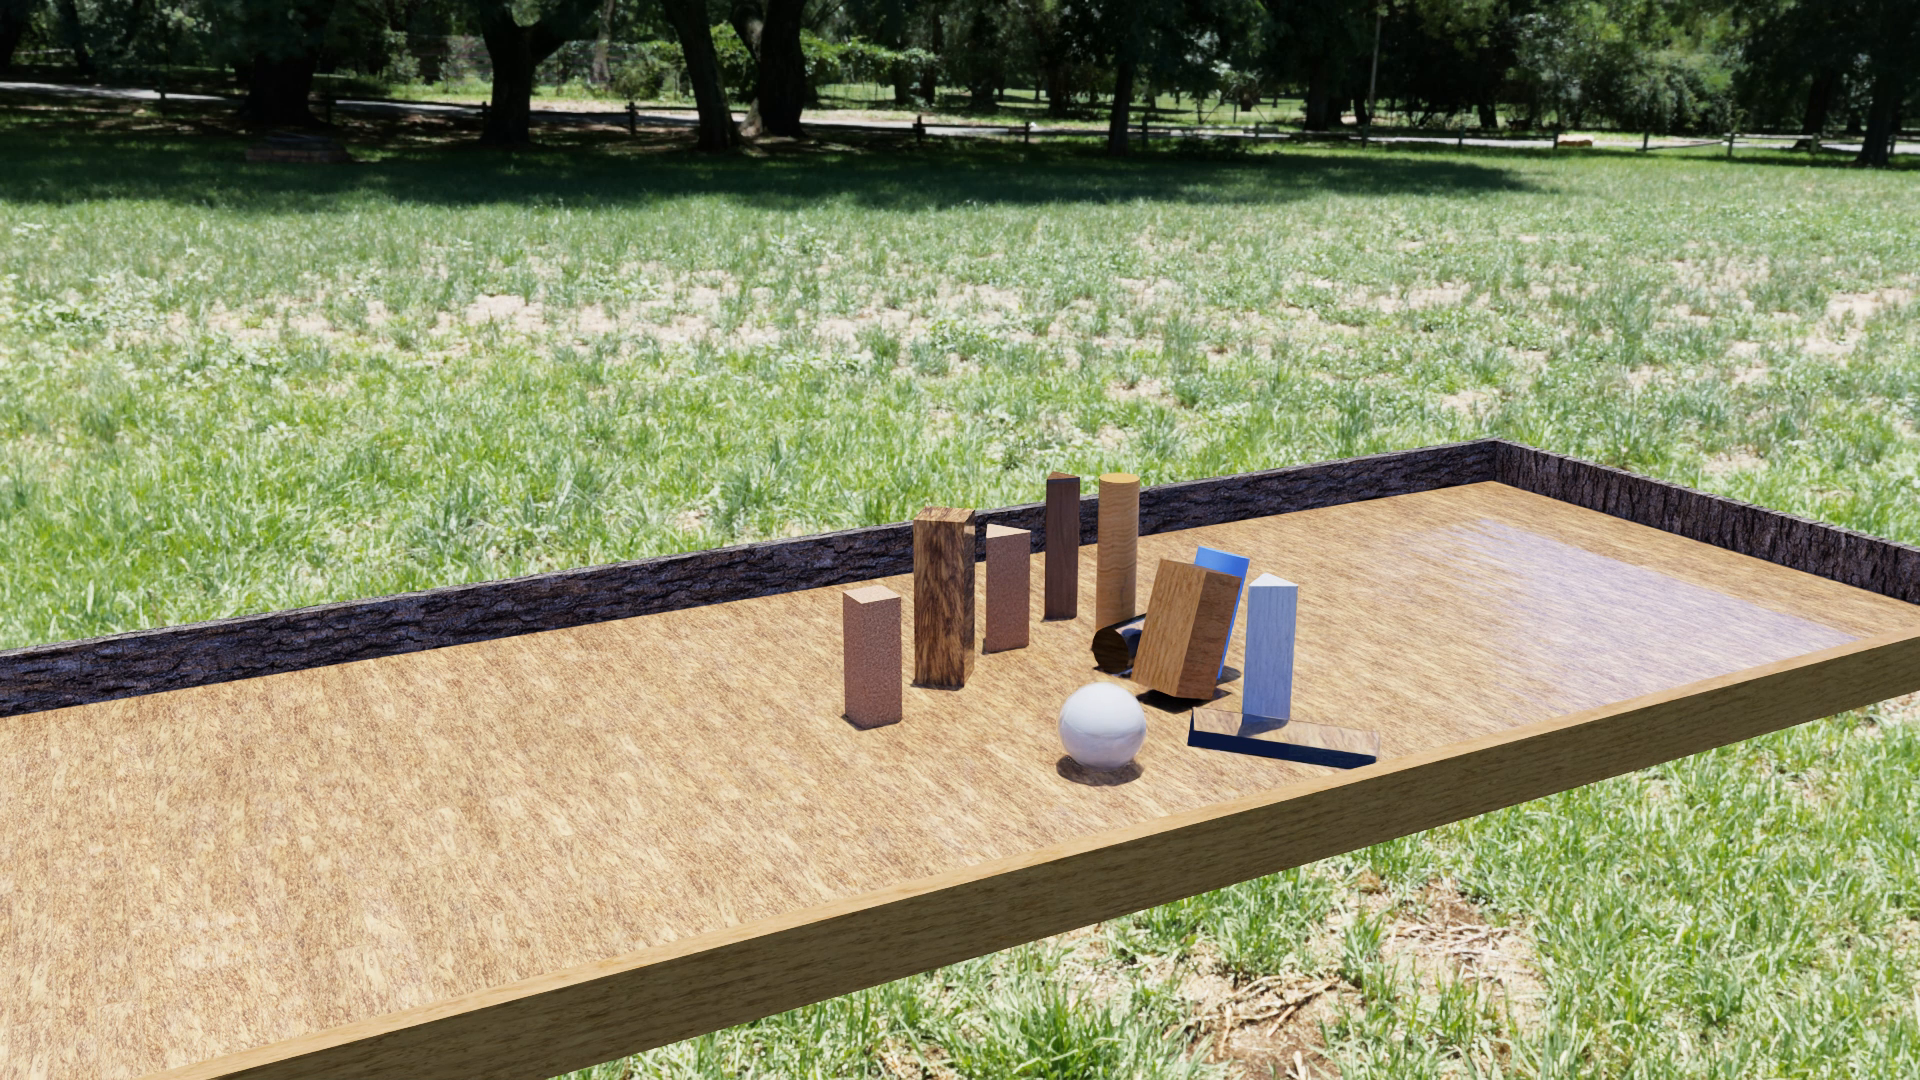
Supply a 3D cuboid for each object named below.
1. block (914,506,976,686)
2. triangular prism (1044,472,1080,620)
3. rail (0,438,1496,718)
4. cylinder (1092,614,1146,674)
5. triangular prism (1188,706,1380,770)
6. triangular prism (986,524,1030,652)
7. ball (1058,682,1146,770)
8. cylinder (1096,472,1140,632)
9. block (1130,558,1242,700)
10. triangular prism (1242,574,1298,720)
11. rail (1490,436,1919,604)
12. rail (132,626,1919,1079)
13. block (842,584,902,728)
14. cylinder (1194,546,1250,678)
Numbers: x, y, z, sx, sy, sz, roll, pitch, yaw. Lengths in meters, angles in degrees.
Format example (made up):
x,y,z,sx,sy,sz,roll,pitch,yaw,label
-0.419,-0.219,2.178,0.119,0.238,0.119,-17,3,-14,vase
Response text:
x,y,z,sx,sy,sz,roll,pitch,yaw,label
-0.038,0.141,4.121,0.127,0.426,0.127,4,17,12,block
0.272,0.013,4.596,0.096,0.403,0.083,-5,17,-15,triangular prism
-3.305,0.497,3.399,12.000,0.150,0.050,-9,18,-27,rail
0.522,0.243,4.312,0.391,0.122,0.122,-15,22,-42,cylinder
0.729,0.439,3.714,0.418,0.078,0.091,6,18,20,triangular prism
0.102,0.123,4.380,0.130,0.314,0.112,-8,18,-26,triangular prism
0.311,0.409,3.620,0.194,0.194,0.194,0,16,0,ball
0.413,0.059,4.338,0.106,0.460,0.106,0,16,0,cylinder
0.550,0.217,4.016,0.145,0.308,0.145,10,5,-44,block
0.708,0.263,3.820,0.110,0.361,0.095,0,16,0,triangular prism
2.466,-0.048,5.253,0.050,0.150,2.100,-9,18,-27,rail
-2.336,1.006,1.665,12.000,0.150,0.050,-9,18,-27,rail
-0.206,0.273,3.879,0.102,0.308,0.102,-9,19,-28,block
0.626,0.181,4.144,0.133,0.309,0.133,13,4,-1,cylinder
